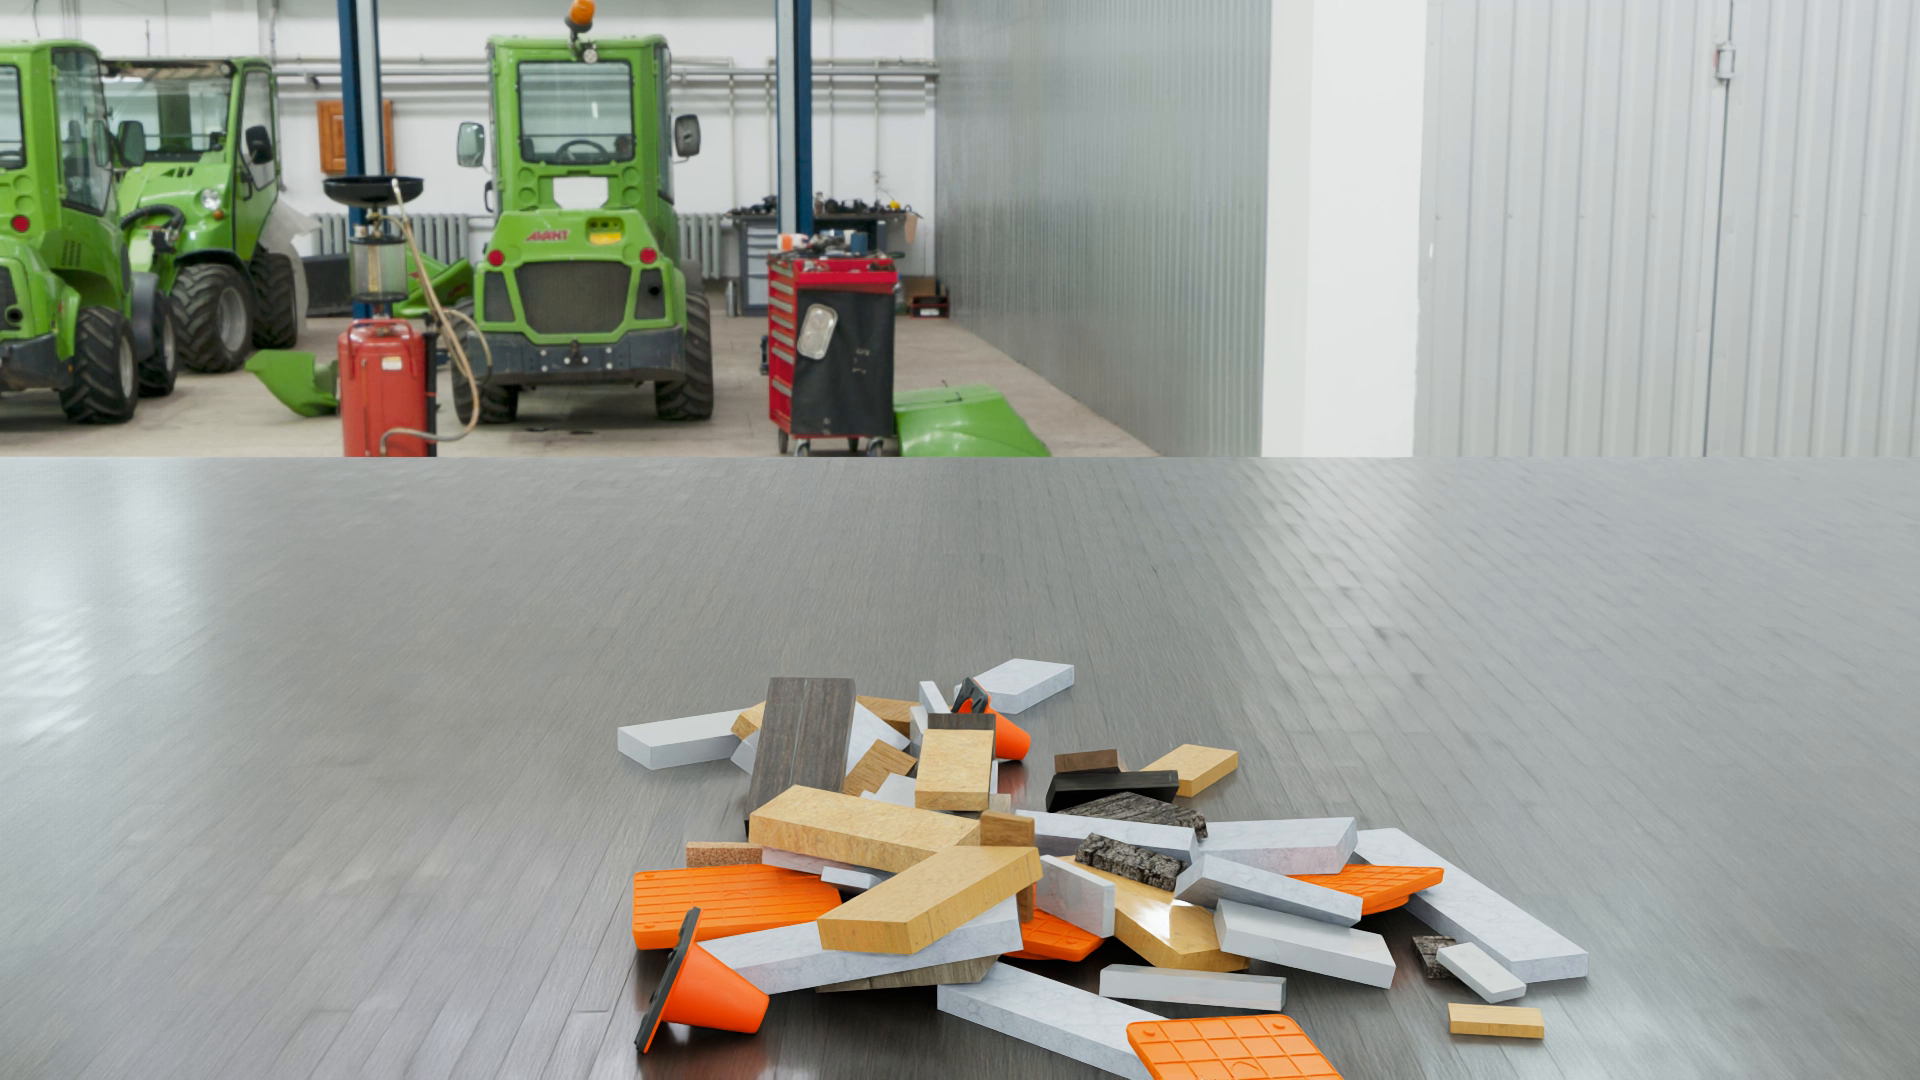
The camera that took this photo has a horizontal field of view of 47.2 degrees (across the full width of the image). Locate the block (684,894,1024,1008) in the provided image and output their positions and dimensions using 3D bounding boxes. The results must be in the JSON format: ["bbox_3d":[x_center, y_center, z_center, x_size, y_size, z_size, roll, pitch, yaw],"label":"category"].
[{"bbox_3d":[-0.153,0.597,3.237,0.488,0.047,0.166,-10,7,1],"label":"block"}]

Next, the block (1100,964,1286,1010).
[{"bbox_3d":[0.338,0.645,3.175,0.257,0.036,0.128,2,-6,12],"label":"block"}]

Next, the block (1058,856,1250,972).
[{"bbox_3d":[0.289,0.578,3.415,0.151,0.043,0.329,0,19,-37],"label":"block"}]

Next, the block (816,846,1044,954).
[{"bbox_3d":[-0.040,0.527,3.248,0.166,0.047,0.332,-5,9,37],"label":"block"}]

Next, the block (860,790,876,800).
[{"bbox_3d":[-0.151,0.505,3.964,0.087,0.025,0.175,20,15,3],"label":"block"}]

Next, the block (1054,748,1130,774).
[{"bbox_3d":[0.249,0.434,4.098,0.115,0.033,0.230,-7,-18,9],"label":"block"}]

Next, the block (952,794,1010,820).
[{"bbox_3d":[0.036,0.514,3.770,0.099,0.028,0.199,1,37,2],"label":"block"}]

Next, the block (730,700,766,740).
[{"bbox_3d":[-0.328,0.379,4.481,0.152,0.043,0.304,37,21,13],"label":"block"}]

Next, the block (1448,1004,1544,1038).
[{"bbox_3d":[0.760,0.682,3.122,0.128,0.018,0.064,2,11,8],"label":"block"}]

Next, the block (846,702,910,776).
[{"bbox_3d":[-0.218,0.408,4.298,0.163,0.046,0.326,35,17,6],"label":"block"}]

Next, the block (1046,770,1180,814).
[{"bbox_3d":[0.281,0.467,4.065,0.230,0.033,0.115,-1,-29,-7],"label":"block"}]

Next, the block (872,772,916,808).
[{"bbox_3d":[-0.105,0.474,4.016,0.087,0.025,0.175,14,14,8],"label":"block"}]

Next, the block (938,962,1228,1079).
[{"bbox_3d":[0.166,0.679,3.089,0.423,0.036,0.128,10,14,42],"label":"block"}]

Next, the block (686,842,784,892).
[{"bbox_3d":[-0.376,0.547,3.677,0.159,0.080,0.023,0,16,2],"label":"block"}]

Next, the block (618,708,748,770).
[{"bbox_3d":[-0.515,0.406,4.531,0.337,0.048,0.168,-6,12,-31],"label":"block"}]

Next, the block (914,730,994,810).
[{"bbox_3d":[-0.008,0.405,3.894,0.126,0.036,0.252,1,20,3],"label":"block"}]

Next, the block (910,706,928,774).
[{"bbox_3d":[-0.074,0.407,4.369,0.029,0.104,0.208,-1,11,-7],"label":"block"}]

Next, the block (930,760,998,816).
[{"bbox_3d":[0.002,0.484,3.873,0.126,0.036,0.252,0,34,2],"label":"block"}]

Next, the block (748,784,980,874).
[{"bbox_3d":[-0.152,0.471,3.551,0.337,0.048,0.168,8,13,20],"label":"block"}]

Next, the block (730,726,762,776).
[{"bbox_3d":[-0.311,0.413,4.273,0.163,0.046,0.326,36,17,7],"label":"block"}]

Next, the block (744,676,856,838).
[{"bbox_3d":[-0.292,0.400,4.077,0.163,0.046,0.364,1,41,4],"label":"block"}]

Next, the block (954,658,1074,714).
[{"bbox_3d":[0.125,0.328,4.963,0.152,0.043,0.304,5,12,27],"label":"block"}]

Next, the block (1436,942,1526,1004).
[{"bbox_3d":[0.774,0.643,3.269,0.064,0.018,0.128,-5,23,-26],"label":"block"}]

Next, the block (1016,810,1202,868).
[{"bbox_3d":[0.246,0.522,3.642,0.302,0.151,0.043,4,50,19],"label":"block"}]

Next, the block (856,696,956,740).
[{"bbox_3d":[-0.180,0.378,4.691,0.304,0.043,0.152,5,12,24],"label":"block"}]

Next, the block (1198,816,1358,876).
[{"bbox_3d":[0.497,0.525,3.752,0.332,0.047,0.166,-5,8,22],"label":"block"}]

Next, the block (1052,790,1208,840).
[{"bbox_3d":[0.294,0.499,3.854,0.151,0.043,0.301,-14,6,-21],"label":"block"}]

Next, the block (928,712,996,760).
[{"bbox_3d":[0.001,0.430,4.008,0.126,0.036,0.252,0,51,2],"label":"block"}]

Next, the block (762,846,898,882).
[{"bbox_3d":[-0.104,0.514,3.594,0.402,0.048,0.168,8,13,17],"label":"block"}]

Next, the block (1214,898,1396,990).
[{"bbox_3d":[0.517,0.608,3.317,0.257,0.036,0.129,13,11,-1],"label":"block"}]

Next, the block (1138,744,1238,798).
[{"bbox_3d":[0.448,0.452,4.324,0.115,0.033,0.230,6,12,29],"label":"block"}]

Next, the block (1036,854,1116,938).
[{"bbox_3d":[0.178,0.550,3.403,0.023,0.082,0.164,-6,13,-36],"label":"block"}]

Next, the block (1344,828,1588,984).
[{"bbox_3d":[0.797,0.586,3.588,0.129,0.036,0.629,-3,11,-16],"label":"block"}]

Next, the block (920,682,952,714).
[{"bbox_3d":[-0.024,0.403,4.294,0.029,0.104,0.496,-2,15,-11],"label":"block"}]

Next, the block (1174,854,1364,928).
[{"bbox_3d":[0.474,0.552,3.388,0.257,0.036,0.129,16,-27,-8],"label":"block"}]

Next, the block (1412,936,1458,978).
[{"bbox_3d":[0.735,0.637,3.364,0.064,0.018,0.128,0,11,0],"label":"block"}]

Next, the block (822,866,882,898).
[{"bbox_3d":[-0.156,0.547,3.474,0.080,0.023,0.159,7,-16,18],"label":"block"}]

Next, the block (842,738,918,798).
[{"bbox_3d":[-0.158,0.448,4.131,0.087,0.025,0.175,27,36,11],"label":"block"}]

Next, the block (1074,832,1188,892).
[{"bbox_3d":[0.273,0.514,3.511,0.164,0.023,0.082,16,16,16],"label":"block"}]

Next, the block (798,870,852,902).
[{"bbox_3d":[-0.195,0.554,3.666,0.080,0.023,0.159,-46,33,-19],"label":"block"}]

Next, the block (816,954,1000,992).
[{"bbox_3d":[-0.076,0.623,3.262,0.256,0.036,0.128,-8,7,19],"label":"block"}]

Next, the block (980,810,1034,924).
[{"bbox_3d":[0.073,0.505,3.406,0.082,0.164,0.023,7,14,25],"label":"block"}]
